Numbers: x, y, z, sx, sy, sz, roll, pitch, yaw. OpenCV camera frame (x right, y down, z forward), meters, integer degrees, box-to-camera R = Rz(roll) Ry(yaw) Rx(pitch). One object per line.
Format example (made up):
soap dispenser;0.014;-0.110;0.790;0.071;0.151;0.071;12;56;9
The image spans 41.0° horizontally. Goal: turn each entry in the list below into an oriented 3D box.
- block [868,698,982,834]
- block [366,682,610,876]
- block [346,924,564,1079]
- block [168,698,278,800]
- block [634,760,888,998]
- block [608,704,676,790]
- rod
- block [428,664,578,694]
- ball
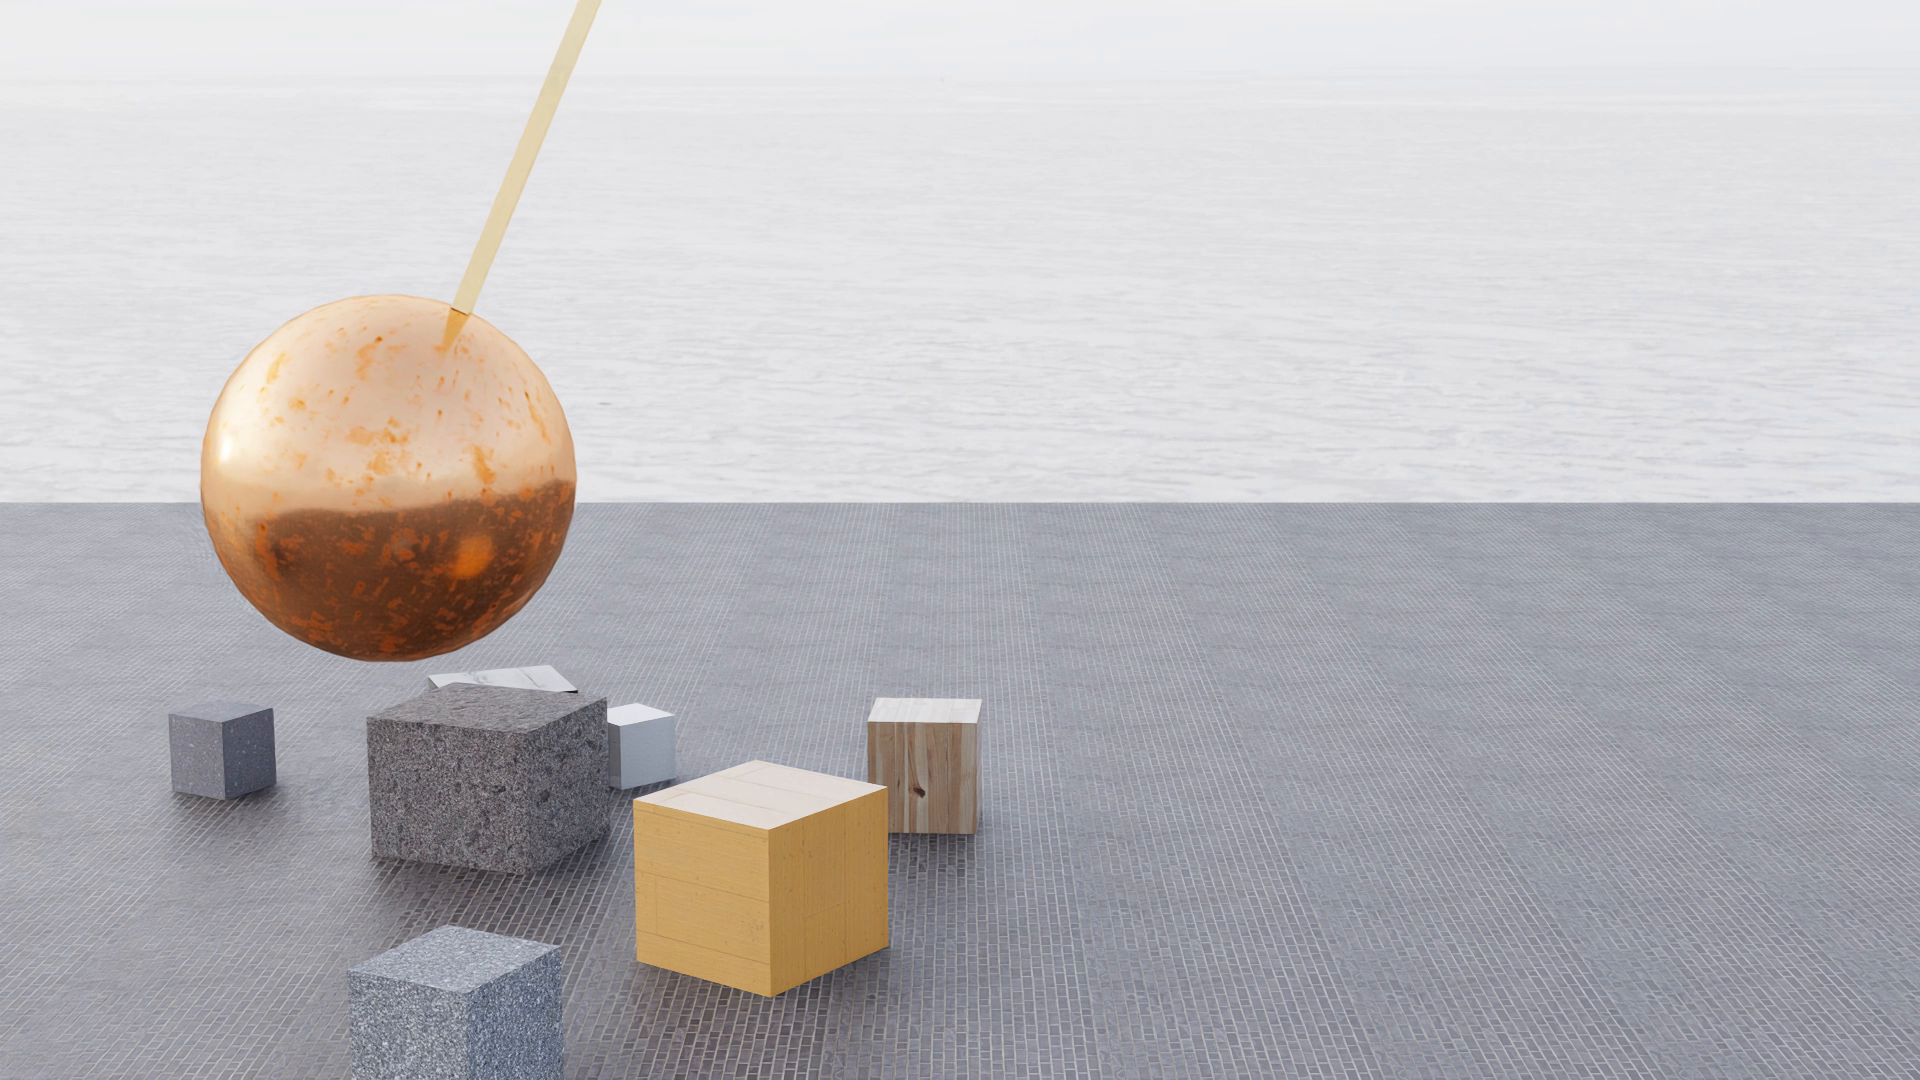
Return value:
block;-0.162;1.068;12.193;0.509;0.535;0.458;1;10;4
block;-2.160;1.082;11.809;0.824;0.647;0.735;4;11;21
block;-1.735;1.686;8.866;0.504;0.510;0.527;5;12;27
block;-3.666;1.038;12.760;0.360;0.392;0.350;6;12;29
block;-0.794;1.341;10.314;0.702;0.670;0.739;7;13;36
block;-1.667;1.038;12.942;0.334;0.327;0.331;-9;14;-41
rod;-1.070;-3.316;10.577;0.080;5.200;0.080;24;9;-4
block;-2.288;0.962;12.854;0.625;0.508;0.593;-4;11;-22
ball;-2.469;-0.267;11.132;1.600;1.600;1.600;0;10;0
